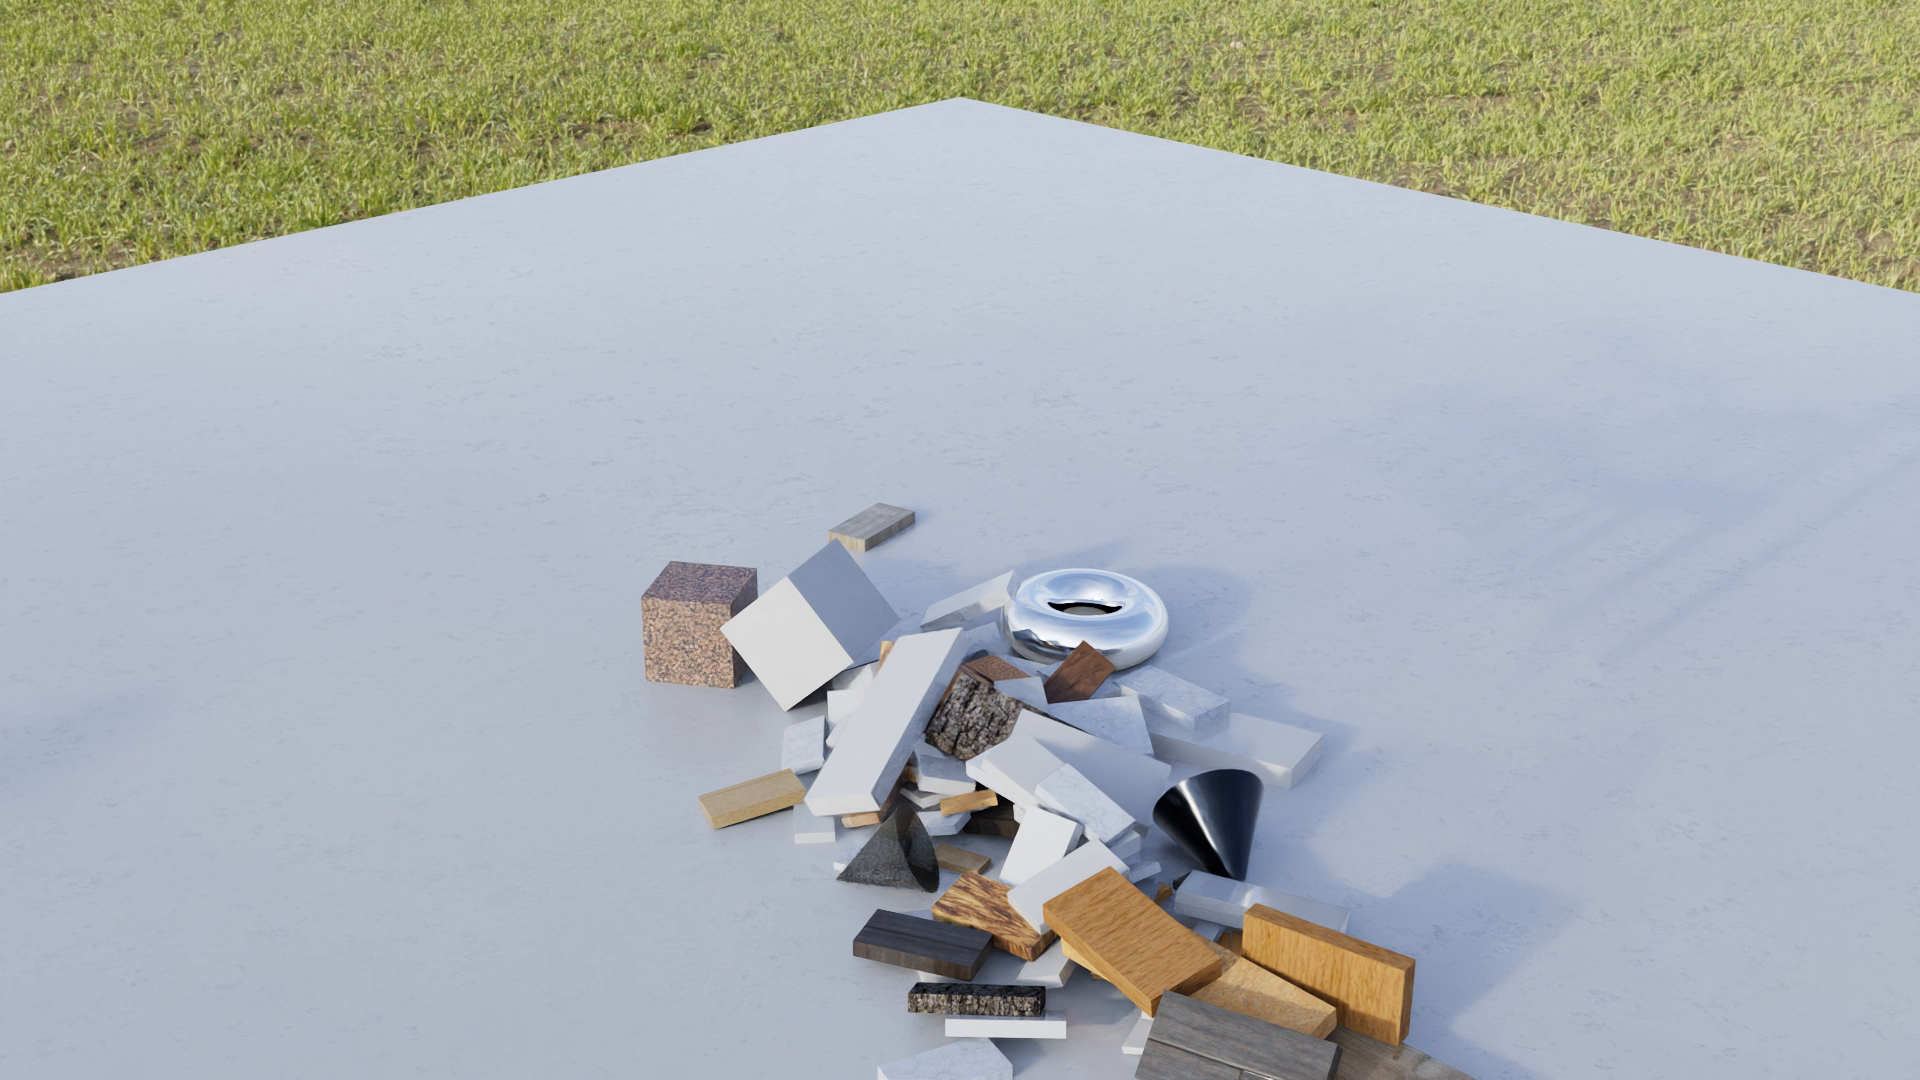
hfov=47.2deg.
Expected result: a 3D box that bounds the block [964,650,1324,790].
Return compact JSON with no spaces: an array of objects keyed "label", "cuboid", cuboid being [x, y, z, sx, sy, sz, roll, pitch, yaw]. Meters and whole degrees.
[{"label":"block","cuboid":[0.366,0.383,4.793,0.833,0.050,0.177,13,26,27]}]

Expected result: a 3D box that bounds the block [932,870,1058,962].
[{"label":"block","cuboid":[0.072,0.683,4.004,0.226,0.032,0.113,17,42,34]}]

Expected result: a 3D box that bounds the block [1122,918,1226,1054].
[{"label":"block","cuboid":[0.379,0.780,3.859,0.048,0.014,0.392,-3,23,29]}]

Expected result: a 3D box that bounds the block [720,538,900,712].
[{"label":"block","cuboid":[-0.332,0.187,4.895,0.235,0.235,0.235,-37,2,33]}]

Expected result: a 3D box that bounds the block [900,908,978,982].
[{"label":"block","cuboid":[-0.039,0.735,3.992,0.100,0.028,0.200,-5,24,-12]}]

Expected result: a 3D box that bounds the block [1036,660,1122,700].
[{"label":"block","cuboid":[0.261,0.318,4.850,0.091,0.026,0.183,-16,28,-33]}]

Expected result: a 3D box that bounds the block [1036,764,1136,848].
[{"label":"block","cuboid":[0.234,0.499,4.117,0.174,0.025,0.087,39,49,25]}]

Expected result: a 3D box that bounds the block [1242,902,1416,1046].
[{"label":"block","cuboid":[0.620,0.735,3.729,0.299,0.149,0.042,16,28,32]}]

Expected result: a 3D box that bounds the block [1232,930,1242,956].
[{"label":"block","cuboid":[0.527,0.755,3.956,0.074,0.021,0.149,2,23,6]}]

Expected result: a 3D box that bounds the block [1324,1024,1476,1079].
[{"label":"block","cuboid":[0.878,0.953,3.460,0.945,0.042,0.149,21,31,40]}]

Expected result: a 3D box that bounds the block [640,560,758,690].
[{"label":"block","cuboid":[-0.592,0.193,5.039,0.209,0.209,0.209,5,23,11]}]

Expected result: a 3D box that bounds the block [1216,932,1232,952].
[{"label":"block","cuboid":[0.450,0.755,3.955,0.074,0.021,0.148,2,23,5]}]

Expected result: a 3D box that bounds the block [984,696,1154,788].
[{"label":"block","cuboid":[0.215,0.422,4.621,0.354,0.050,0.177,-5,39,-6]}]

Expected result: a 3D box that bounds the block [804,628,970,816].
[{"label":"block","cuboid":[-0.144,0.369,4.532,0.162,0.046,0.515,-10,32,32]}]

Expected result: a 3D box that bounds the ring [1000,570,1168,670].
[{"label":"ring","cuboid":[0.291,0.186,5.157,0.396,0.132,0.396,1,23,0]}]

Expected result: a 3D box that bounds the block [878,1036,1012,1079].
[{"label":"block","cuboid":[-0.024,0.883,3.644,0.200,0.028,0.100,-12,26,-25]}]

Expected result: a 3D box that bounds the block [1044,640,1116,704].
[{"label":"block","cuboid":[0.232,0.324,4.744,0.091,0.026,0.217,39,72,11]}]

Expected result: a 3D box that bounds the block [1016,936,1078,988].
[{"label":"block","cuboid":[0.193,0.723,3.981,0.087,0.025,0.294,-13,16,28]}]

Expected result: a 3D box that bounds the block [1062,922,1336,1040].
[{"label":"block","cuboid":[0.404,0.756,3.775,0.477,0.043,0.152,24,44,38]}]

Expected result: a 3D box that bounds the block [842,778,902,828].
[{"label":"block","cuboid":[-0.177,0.530,4.452,0.079,0.022,0.157,-13,18,21]}]

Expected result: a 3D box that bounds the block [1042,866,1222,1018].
[{"label":"block","cuboid":[0.295,0.693,3.812,0.152,0.043,0.304,-25,38,-25]}]

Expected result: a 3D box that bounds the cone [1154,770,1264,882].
[{"label":"cone","cuboid":[0.508,0.597,4.225,0.224,0.224,0.224,-5,50,-12]}]

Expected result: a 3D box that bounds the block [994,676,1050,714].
[{"label":"block","cuboid":[0.137,0.370,4.623,0.101,0.029,0.202,-6,40,-6]}]

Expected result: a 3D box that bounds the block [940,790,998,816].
[{"label":"block","cuboid":[0.016,0.520,4.366,0.112,0.016,0.056,-11,12,-2]}]

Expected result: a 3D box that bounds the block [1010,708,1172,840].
[{"label":"block","cuboid":[0.247,0.468,4.415,0.324,0.046,0.162,21,48,6]}]

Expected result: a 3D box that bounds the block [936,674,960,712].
[{"label":"block","cuboid":[0.001,0.344,4.672,0.101,0.029,0.202,-14,23,-20]}]

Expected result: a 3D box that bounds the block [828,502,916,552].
[{"label":"block","cuboid":[-0.232,-0.035,5.800,0.118,0.033,0.236,14,27,29]}]

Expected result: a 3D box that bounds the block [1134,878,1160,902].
[{"label":"block","cuboid":[0.318,0.681,4.071,0.069,0.020,0.138,-8,30,27]}]

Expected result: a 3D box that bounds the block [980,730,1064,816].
[{"label":"block","cuboid":[0.159,0.461,4.178,0.220,0.031,0.110,37,47,22]}]

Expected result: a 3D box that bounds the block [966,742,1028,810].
[{"label":"block","cuboid":[0.125,0.463,4.271,0.110,0.031,0.220,-25,33,-34]}]

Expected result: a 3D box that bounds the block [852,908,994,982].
[{"label":"block","cuboid":[-0.066,0.725,3.939,0.226,0.032,0.113,9,24,20]}]

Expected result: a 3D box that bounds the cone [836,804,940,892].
[{"label":"cone","cuboid":[-0.160,0.619,4.200,0.179,0.179,0.179,-23,19,15]}]

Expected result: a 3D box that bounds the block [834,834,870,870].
[{"label":"block","cuboid":[-0.199,0.614,4.295,0.056,0.016,0.112,8,24,18]}]

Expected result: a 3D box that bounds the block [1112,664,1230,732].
[{"label":"block","cuboid":[0.459,0.342,4.783,0.118,0.033,0.236,-20,30,-39]}]

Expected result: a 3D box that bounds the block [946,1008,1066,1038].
[{"label":"block","cuboid":[0.078,0.821,3.740,0.202,0.029,0.101,1,-1,2]}]
